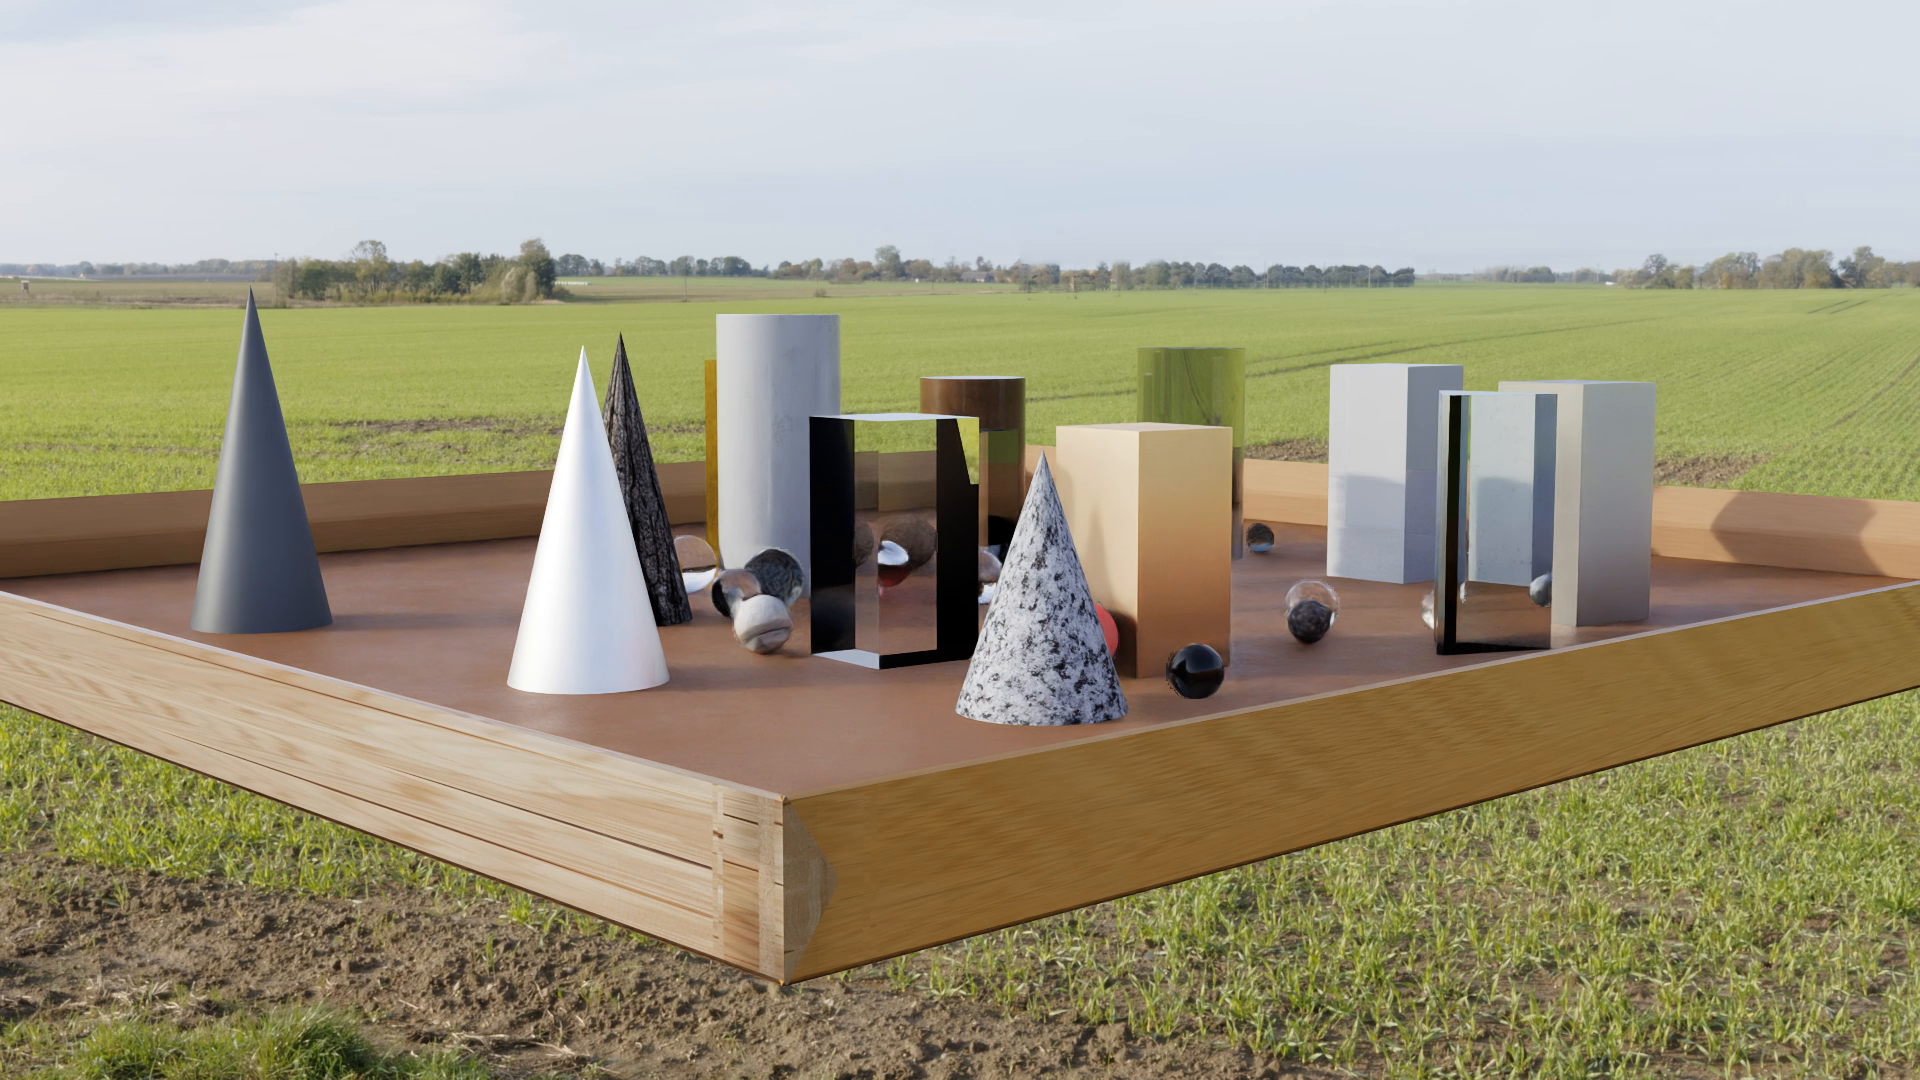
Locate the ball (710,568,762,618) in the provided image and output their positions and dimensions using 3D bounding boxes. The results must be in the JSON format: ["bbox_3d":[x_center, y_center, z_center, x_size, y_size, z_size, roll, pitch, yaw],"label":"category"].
[{"bbox_3d":[-0.322,0.076,3.171,0.075,0.075,0.075,0,6,0],"label":"ball"}]

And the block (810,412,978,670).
[{"bbox_3d":[-0.085,-0.004,2.816,0.155,0.308,0.155,-4,7,-37],"label":"block"}]

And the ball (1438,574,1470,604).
[{"bbox_3d":[0.749,0.074,3.333,0.046,0.046,0.046,0,6,0],"label":"ball"}]

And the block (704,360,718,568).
[{"bbox_3d":[-0.332,-0.131,3.790,0.155,0.357,0.155,-4,7,-36],"label":"block"}]

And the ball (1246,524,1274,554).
[{"bbox_3d":[0.549,-0.002,4.022,0.053,0.053,0.053,0,6,0],"label":"ball"}]

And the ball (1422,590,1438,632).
[{"bbox_3d":[0.668,0.097,3.033,0.062,0.062,0.062,0,6,0],"label":"ball"}]

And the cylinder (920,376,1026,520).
[{"bbox_3d":[0.023,-0.137,4.025,0.194,0.321,0.194,0,6,0],"label":"cylinder"}]

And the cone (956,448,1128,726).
[{"bbox_3d":[0.091,0.044,2.439,0.194,0.292,0.194,0,6,0],"label":"cone"}]

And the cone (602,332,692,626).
[{"bbox_3d":[-0.483,-0.092,3.149,0.194,0.415,0.194,0,6,0],"label":"cone"}]

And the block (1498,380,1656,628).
[{"bbox_3d":[0.887,-0.058,3.179,0.155,0.340,0.155,-4,7,-34],"label":"block"}]

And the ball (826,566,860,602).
[{"bbox_3d":[-0.179,0.067,3.360,0.053,0.053,0.053,0,6,0],"label":"ball"}]

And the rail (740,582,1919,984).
[{"bbox_3d":[0.877,0.132,2.387,2.746,0.126,0.045,-6,8,-42],"label":"rail"}]

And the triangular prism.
[{"bbox_3d":[0.675,-0.028,2.918,0.168,0.335,0.145,-2,6,-19],"label":"triangular prism"}]

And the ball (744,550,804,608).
[{"bbox_3d":[-0.277,0.060,3.243,0.093,0.093,0.093,0,6,0],"label":"ball"}]

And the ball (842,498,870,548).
[{"bbox_3d":[-0.212,-0.031,4.093,0.096,0.096,0.096,0,6,0],"label":"ball"}]

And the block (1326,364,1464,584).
[{"bbox_3d":[0.725,-0.115,3.667,0.155,0.352,0.155,-6,8,-43],"label":"block"}]

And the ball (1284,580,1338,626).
[{"bbox_3d":[0.481,0.093,3.017,0.075,0.075,0.075,0,6,0],"label":"ball"}]

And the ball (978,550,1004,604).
[{"bbox_3d":[0.027,0.056,3.323,0.083,0.083,0.083,0,6,0],"label":"ball"}]

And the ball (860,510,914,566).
[{"bbox_3d":[-0.127,-0.003,3.818,0.097,0.097,0.097,0,6,0],"label":"ball"}]

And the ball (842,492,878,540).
[{"bbox_3d":[-0.203,-0.047,4.250,0.094,0.094,0.094,0,6,0],"label":"ball"}]

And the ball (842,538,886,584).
[{"bbox_3d":[-0.151,0.032,3.444,0.071,0.071,0.071,0,6,0],"label":"ball"}]

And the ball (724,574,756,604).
[{"bbox_3d":[-0.333,0.074,3.330,0.046,0.046,0.046,0,6,0],"label":"ball"}]

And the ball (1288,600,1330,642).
[{"bbox_3d":[0.468,0.109,2.948,0.057,0.057,0.057,0,6,0],"label":"ball"}]

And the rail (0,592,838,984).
[{"bbox_3d":[-0.992,0.128,2.422,0.045,0.126,2.634,-6,8,-42],"label":"rail"}]

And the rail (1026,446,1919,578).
[{"bbox_3d":[0.992,-0.063,4.242,0.045,0.126,2.634,-6,8,-42],"label":"rail"}]

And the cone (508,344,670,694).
[{"bbox_3d":[-0.447,-0.031,2.627,0.194,0.402,0.194,0,6,0],"label":"cone"}]

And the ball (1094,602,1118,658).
[{"bbox_3d":[0.144,0.119,2.666,0.096,0.096,0.096,0,6,0],"label":"ball"}]

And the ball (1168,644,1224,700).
[{"bbox_3d":[0.270,0.150,2.515,0.065,0.065,0.065,0,6,0],"label":"ball"}]

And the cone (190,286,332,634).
[{"bbox_3d":[-0.991,-0.119,3.097,0.194,0.479,0.194,0,6,0],"label":"cone"}]

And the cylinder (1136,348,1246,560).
[{"bbox_3d":[0.414,-0.157,3.953,0.194,0.375,0.194,0,6,0],"label":"cylinder"}]

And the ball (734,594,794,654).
[{"bbox_3d":[-0.255,0.109,2.855,0.076,0.076,0.076,0,6,0],"label":"ball"}]

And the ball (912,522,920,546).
[{"bbox_3d":[-0.081,-0.011,4.138,0.046,0.046,0.046,0,6,0],"label":"ball"}]

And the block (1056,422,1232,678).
[{"bbox_3d":[0.229,0.008,2.751,0.155,0.299,0.155,-4,7,-37],"label":"block"}]

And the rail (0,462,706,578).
[{"bbox_3d":[-0.877,-0.066,4.277,2.746,0.126,0.045,-6,8,-42],"label":"rail"}]

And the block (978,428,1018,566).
[{"bbox_3d":[-0.006,-0.069,3.766,0.155,0.239,0.155,4,7,32],"label":"block"}]

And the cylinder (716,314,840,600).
[{"bbox_3d":[-0.283,-0.135,3.450,0.194,0.436,0.194,0,6,0],"label":"cylinder"}]

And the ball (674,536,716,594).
[{"bbox_3d":[-0.428,0.039,3.456,0.090,0.090,0.090,0,6,0],"label":"ball"}]
